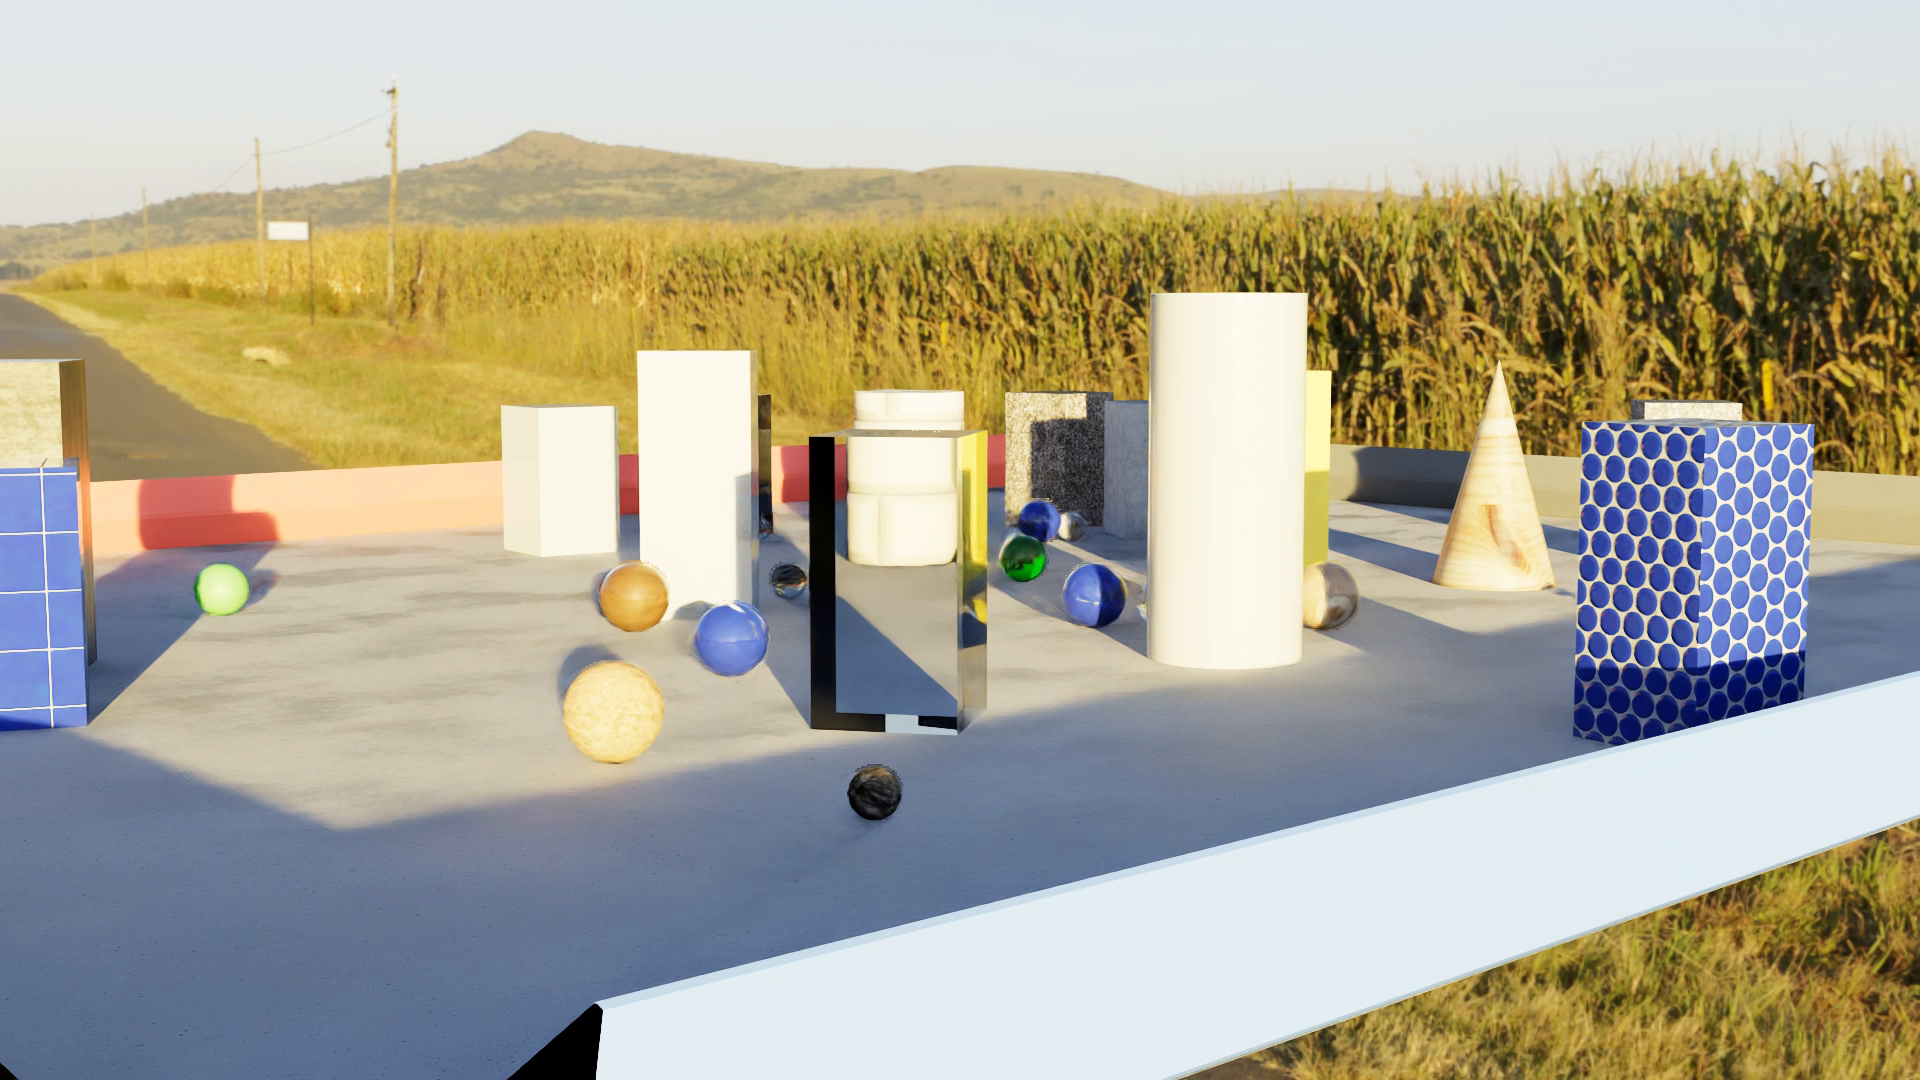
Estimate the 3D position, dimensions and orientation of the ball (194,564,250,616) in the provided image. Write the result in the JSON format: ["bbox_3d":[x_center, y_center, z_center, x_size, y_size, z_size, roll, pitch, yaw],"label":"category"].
[{"bbox_3d":[-1.083,0.072,3.225,0.077,0.077,0.077,0,6,0],"label":"ball"}]

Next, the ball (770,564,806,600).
[{"bbox_3d":[-0.265,0.064,3.405,0.056,0.056,0.056,0,6,0],"label":"ball"}]

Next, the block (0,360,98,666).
[{"bbox_3d":[-1.170,-0.028,2.707,0.160,0.384,0.160,-1,6,-11],"label":"block"}]

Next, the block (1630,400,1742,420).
[{"bbox_3d":[1.268,-0.099,3.859,0.160,0.288,0.160,1,6,8],"label":"block"}]

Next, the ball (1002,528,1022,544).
[{"bbox_3d":[0.098,-0.003,4.120,0.042,0.042,0.042,0,6,0],"label":"ball"}]

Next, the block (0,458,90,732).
[{"bbox_3d":[-1.043,0.056,2.400,0.160,0.280,0.160,-2,6,-20],"label":"block"}]

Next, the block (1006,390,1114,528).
[{"bbox_3d":[0.207,-0.170,4.593,0.160,0.277,0.160,5,8,41],"label":"block"}]

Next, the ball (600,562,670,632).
[{"bbox_3d":[-0.452,0.080,3.057,0.097,0.097,0.097,0,6,0],"label":"ball"}]

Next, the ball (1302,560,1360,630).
[{"bbox_3d":[0.510,0.078,3.079,0.097,0.097,0.097,0,6,0],"label":"ball"}]

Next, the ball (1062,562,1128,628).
[{"bbox_3d":[0.190,0.078,3.105,0.091,0.091,0.091,0,6,0],"label":"ball"}]

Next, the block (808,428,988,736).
[{"bbox_3d":[-0.064,0.040,2.394,0.160,0.313,0.160,1,6,12],"label":"block"}]

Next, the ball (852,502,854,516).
[{"bbox_3d":[-0.189,-0.063,4.556,0.071,0.071,0.071,0,6,0],"label":"ball"}]

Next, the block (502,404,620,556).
[{"bbox_3d":[-0.744,-0.115,4.096,0.160,0.270,0.160,-4,7,-36],"label":"block"}]

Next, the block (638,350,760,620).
[{"bbox_3d":[-0.382,-0.085,3.240,0.160,0.388,0.160,0,6,-1],"label":"block"}]

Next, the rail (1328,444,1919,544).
[{"bbox_3d":[1.401,-0.100,4.617,0.045,0.130,3.216,-5,8,-42],"label":"rail"}]

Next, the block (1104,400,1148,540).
[{"bbox_3d":[0.387,-0.143,4.387,0.160,0.265,0.160,-1,6,-12],"label":"block"}]

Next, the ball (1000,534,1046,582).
[{"bbox_3d":[0.104,0.030,3.628,0.078,0.078,0.078,0,6,0],"label":"ball"}]

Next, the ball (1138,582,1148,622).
[{"bbox_3d":[0.287,0.088,3.077,0.077,0.077,0.077,0,6,0],"label":"ball"}]

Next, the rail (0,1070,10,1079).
[{"bbox_3d":[-1.401,0.168,2.046,0.045,0.130,3.216,-5,8,-42],"label":"rail"}]

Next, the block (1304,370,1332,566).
[{"bbox_3d":[0.463,-0.088,3.435,0.160,0.353,0.160,-3,7,-27],"label":"block"}]

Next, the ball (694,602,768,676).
[{"bbox_3d":[-0.279,0.122,2.685,0.091,0.091,0.091,0,6,0],"label":"ball"}]

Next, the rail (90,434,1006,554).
[{"bbox_3d":[-1.075,-0.087,4.490,3.859,0.130,0.045,-5,8,-42],"label":"rail"}]

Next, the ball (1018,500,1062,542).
[{"bbox_3d":[0.154,-0.036,4.237,0.083,0.083,0.083,0,6,0],"label":"ball"}]

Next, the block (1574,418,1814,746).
[{"bbox_3d":[0.755,0.044,2.269,0.160,0.331,0.160,-4,7,-30],"label":"block"}]

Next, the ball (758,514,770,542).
[{"bbox_3d":[-0.394,-0.021,4.212,0.059,0.059,0.059,0,6,0],"label":"ball"}]

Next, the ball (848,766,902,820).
[{"bbox_3d":[-0.075,0.222,1.929,0.047,0.047,0.047,0,6,0],"label":"ball"}]

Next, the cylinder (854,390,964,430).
[{"bbox_3d":[-0.092,-0.120,3.996,0.200,0.300,0.200,0,6,0],"label":"cylinder"}]

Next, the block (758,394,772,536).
[{"bbox_3d":[-0.479,-0.146,4.341,0.160,0.280,0.160,2,6,21],"label":"block"}]

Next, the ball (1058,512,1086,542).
[{"bbox_3d":[0.216,-0.027,4.268,0.058,0.058,0.058,0,6,0],"label":"ball"}]

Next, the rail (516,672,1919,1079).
[{"bbox_3d":[1.075,0.154,2.173,3.859,0.130,0.045,-5,8,-42],"label":"rail"}]

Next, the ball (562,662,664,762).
[{"bbox_3d":[-0.343,0.170,2.175,0.100,0.100,0.100,0,6,0],"label":"ball"}]

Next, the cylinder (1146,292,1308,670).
[{"bbox_3d":[0.341,-0.081,2.818,0.200,0.467,0.200,0,6,0],"label":"cylinder"}]

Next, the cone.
[{"bbox_3d":[0.876,-0.111,3.591,0.200,0.366,0.200,0,6,0],"label":"cone"}]
